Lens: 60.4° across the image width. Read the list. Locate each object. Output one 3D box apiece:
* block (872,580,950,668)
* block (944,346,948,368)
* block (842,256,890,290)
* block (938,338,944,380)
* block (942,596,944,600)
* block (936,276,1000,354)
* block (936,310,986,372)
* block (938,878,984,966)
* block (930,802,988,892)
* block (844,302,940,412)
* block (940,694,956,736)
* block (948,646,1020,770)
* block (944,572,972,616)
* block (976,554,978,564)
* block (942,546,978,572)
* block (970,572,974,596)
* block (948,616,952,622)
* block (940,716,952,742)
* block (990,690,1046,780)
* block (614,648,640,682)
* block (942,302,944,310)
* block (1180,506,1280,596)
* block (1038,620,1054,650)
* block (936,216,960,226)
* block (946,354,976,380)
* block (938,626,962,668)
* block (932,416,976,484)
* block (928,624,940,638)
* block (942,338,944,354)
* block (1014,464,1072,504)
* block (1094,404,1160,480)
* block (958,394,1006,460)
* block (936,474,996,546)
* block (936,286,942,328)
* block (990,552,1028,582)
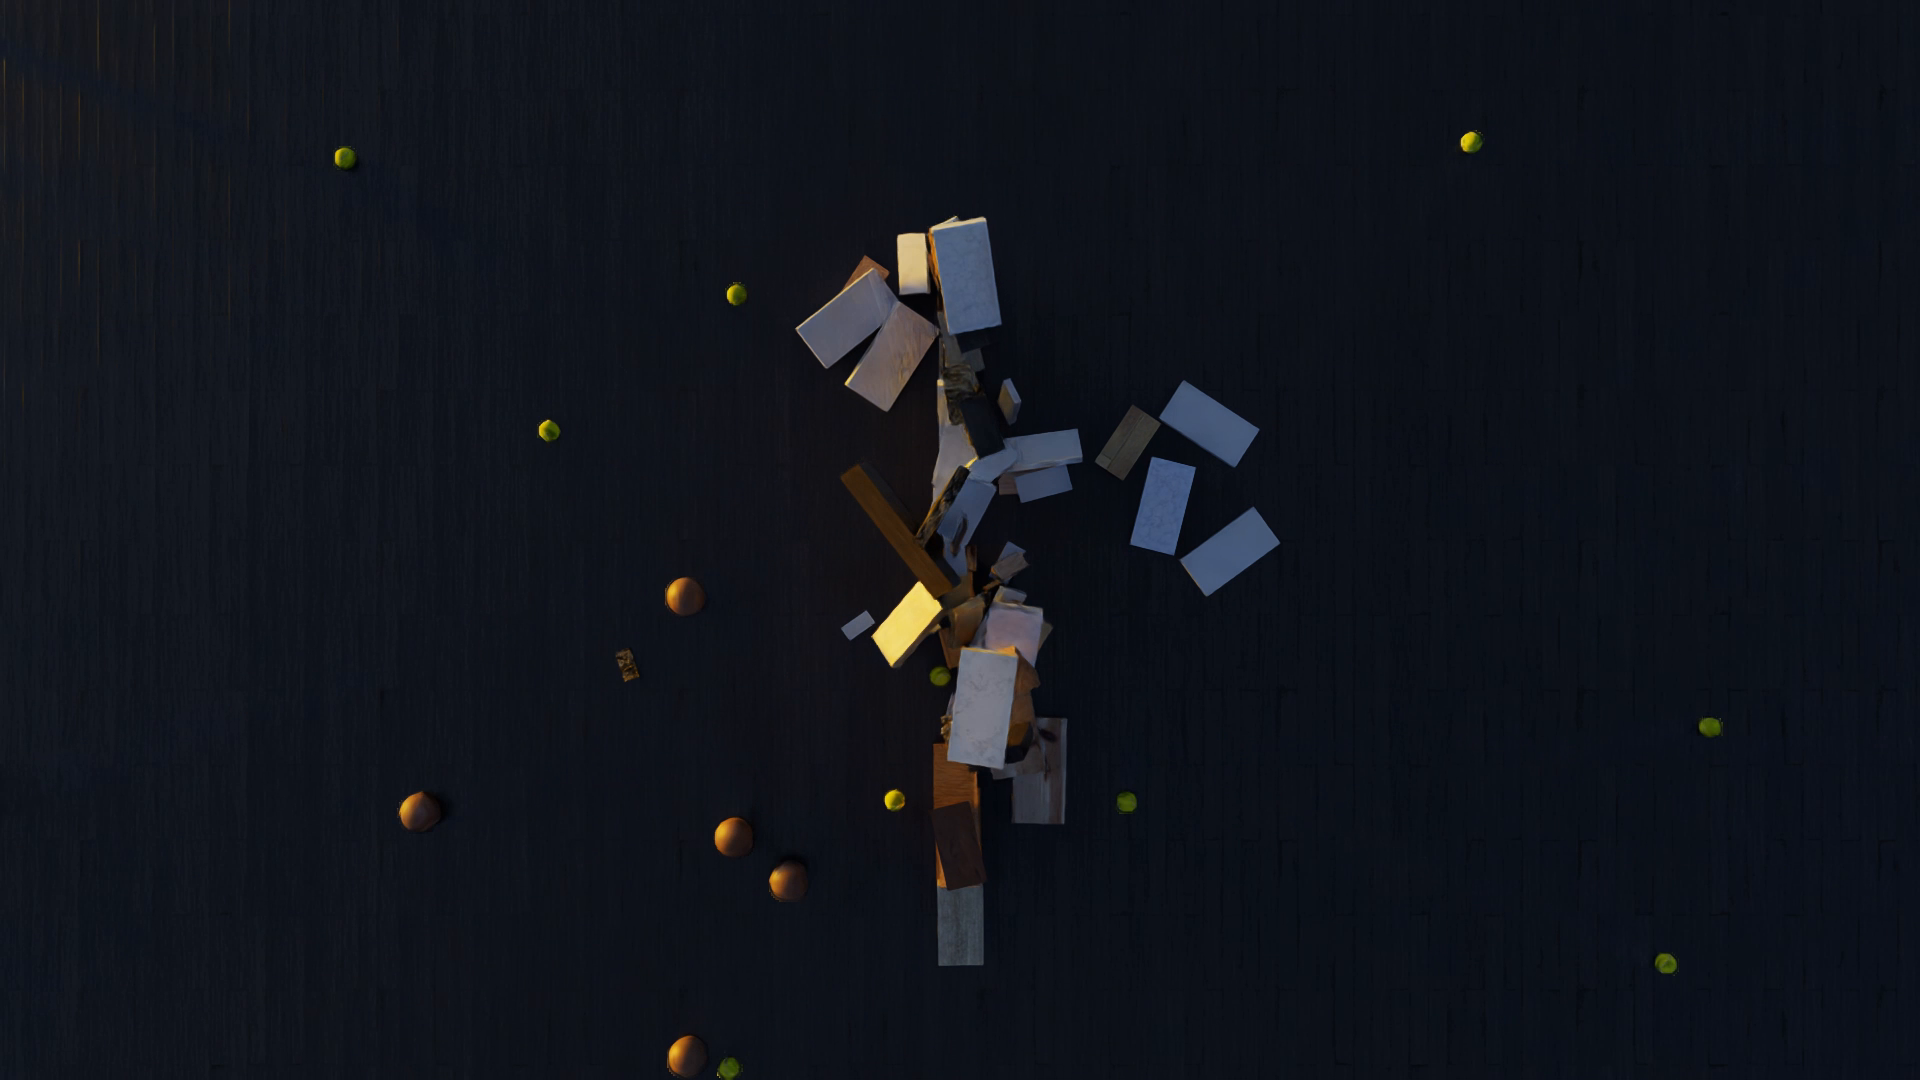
[{"bbox_3d":[-0.163,0.272,5.399,0.277,0.039,0.139,-49,56,21],"label":"block"},{"bbox_3d":[-0.004,-0.549,5.293,0.089,0.025,0.177,-3,126,0],"label":"block"},{"bbox_3d":[-0.329,-0.835,5.486,0.100,0.028,0.200,34,90,0],"label":"block"},{"bbox_3d":[-0.009,-0.544,5.367,0.114,0.032,0.229,-1,100,-1],"label":"block"},{"bbox_3d":[-0.019,0.181,5.425,0.067,0.019,0.134,14,110,-6],"label":"block"},{"bbox_3d":[0.025,-0.713,5.073,0.126,0.036,0.251,-19,114,1],"label":"block"},{"bbox_3d":[0.003,-0.627,5.186,0.105,0.030,0.210,-15,104,0],"label":"block"},{"bbox_3d":[0.002,1.256,5.417,0.149,0.042,0.299,0,108,0],"label":"block"},{"bbox_3d":[-0.005,0.985,5.314,0.131,0.037,0.263,-13,82,-2],"label":"block"},{"bbox_3d":[-0.223,-0.605,5.451,0.163,0.046,0.327,33,90,-18],"label":"block"},{"bbox_3d":[-0.013,0.585,5.469,0.071,0.020,0.141,15,73,2],"label":"block"},{"bbox_3d":[0.071,0.509,5.001,0.173,0.049,0.346,8,97,7],"label":"block"},{"bbox_3d":[-0.009,0.156,5.392,0.090,0.026,0.180,-4,109,2],"label":"block"},{"bbox_3d":[-0.001,-0.023,5.444,0.108,0.031,0.217,-2,113,0],"label":"block"},{"bbox_3d":[-0.005,-0.003,5.352,0.108,0.031,0.217,-4,76,0],"label":"block"},{"bbox_3d":[-0.001,0.135,5.452,0.090,0.026,0.180,-3,113,1],"label":"block"},{"bbox_3d":[-0.006,0.205,5.455,0.067,0.019,0.134,-1,111,0],"label":"block"},{"bbox_3d":[-0.019,0.647,5.429,0.071,0.020,0.141,-8,86,0],"label":"block"},{"bbox_3d":[0.161,0.599,5.399,0.175,0.049,0.349,-11,98,8],"label":"block"},{"bbox_3d":[-1.107,0.414,5.493,0.052,0.015,0.104,-19,90,0],"label":"block"},{"bbox_3d":[-0.004,-0.722,5.293,0.105,0.315,0.030,-1,57,-1],"label":"block"},{"bbox_3d":[0.895,0.038,5.479,0.301,0.043,0.150,-36,90,0],"label":"block"},{"bbox_3d":[0.208,0.347,5.460,0.104,0.029,0.208,30,98,-12],"label":"block"},{"bbox_3d":[-0.014,-0.942,5.340,0.095,0.027,0.190,-26,114,-2],"label":"block"},{"bbox_3d":[0.002,-0.595,5.223,0.089,0.025,0.177,-3,105,-1],"label":"block"},{"bbox_3d":[-0.024,0.356,5.491,0.067,0.019,0.134,-15,90,0],"label":"block"},{"bbox_3d":[0.003,-0.293,5.273,0.132,0.037,0.264,13,96,1],"label":"block"},{"bbox_3d":[-0.110,0.272,5.484,0.047,0.013,0.094,-40,78,0],"label":"block"},{"bbox_3d":[-0.004,-0.628,5.289,0.105,0.030,0.210,-4,118,0],"label":"block"},{"bbox_3d":[0.276,-0.187,5.455,0.176,0.025,0.088,-15,90,0],"label":"block"},{"bbox_3d":[0.557,-0.323,5.484,0.114,0.032,0.229,34,90,0],"label":"block"},{"bbox_3d":[0.068,-0.353,5.147,0.090,0.026,0.181,-21,89,-4],"label":"block"},{"bbox_3d":[0.018,-0.096,5.177,0.107,0.030,0.214,23,111,-12],"label":"block"},{"bbox_3d":[-0.025,-0.787,5.406,0.095,0.027,0.190,3,93,-6],"label":"block"},{"bbox_3d":[0.162,0.088,5.405,0.116,0.016,0.058,-28,64,-28],"label":"block"}]
